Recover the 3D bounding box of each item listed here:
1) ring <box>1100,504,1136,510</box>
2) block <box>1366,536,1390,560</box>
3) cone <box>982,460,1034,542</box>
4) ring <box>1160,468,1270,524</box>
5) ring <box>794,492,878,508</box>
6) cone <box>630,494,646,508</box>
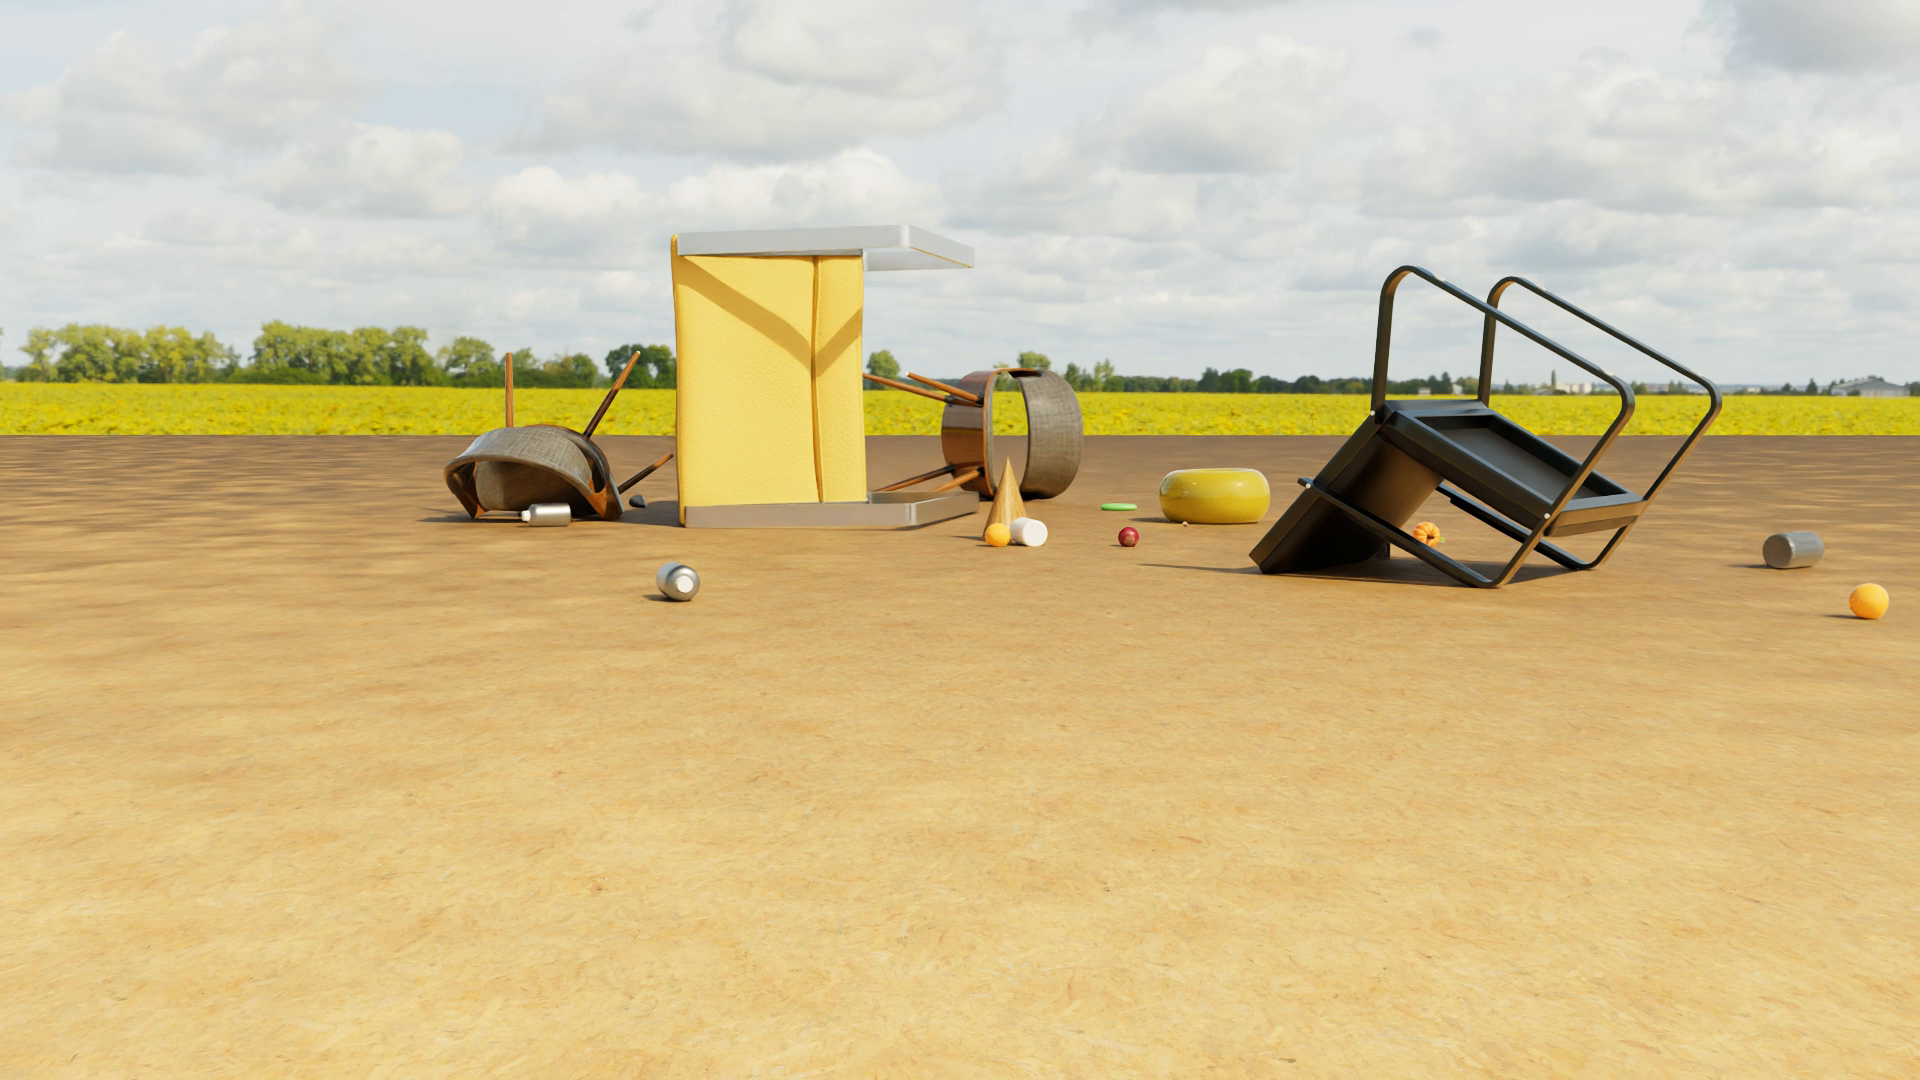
[{"bbox_3d":[0.589,-0.122,8.156,0.136,0.023,0.082,0,5,12],"label":"ring"},{"bbox_3d":[1.114,0.022,5.856,0.062,0.051,0.118,1,4,12],"label":"block"},{"bbox_3d":[0.143,-0.125,6.543,0.153,0.249,0.228,1,4,19],"label":"cone"},{"bbox_3d":[0.858,-0.147,7.418,0.350,0.178,0.406,-4,5,-33],"label":"ring"},{"bbox_3d":[-0.472,-0.154,8.400,0.350,0.053,0.165,-1,3,-25],"label":"ring"},{"bbox_3d":[-1.208,-0.135,8.339,0.069,0.052,0.067,-1,25,-45],"label":"cone"}]
